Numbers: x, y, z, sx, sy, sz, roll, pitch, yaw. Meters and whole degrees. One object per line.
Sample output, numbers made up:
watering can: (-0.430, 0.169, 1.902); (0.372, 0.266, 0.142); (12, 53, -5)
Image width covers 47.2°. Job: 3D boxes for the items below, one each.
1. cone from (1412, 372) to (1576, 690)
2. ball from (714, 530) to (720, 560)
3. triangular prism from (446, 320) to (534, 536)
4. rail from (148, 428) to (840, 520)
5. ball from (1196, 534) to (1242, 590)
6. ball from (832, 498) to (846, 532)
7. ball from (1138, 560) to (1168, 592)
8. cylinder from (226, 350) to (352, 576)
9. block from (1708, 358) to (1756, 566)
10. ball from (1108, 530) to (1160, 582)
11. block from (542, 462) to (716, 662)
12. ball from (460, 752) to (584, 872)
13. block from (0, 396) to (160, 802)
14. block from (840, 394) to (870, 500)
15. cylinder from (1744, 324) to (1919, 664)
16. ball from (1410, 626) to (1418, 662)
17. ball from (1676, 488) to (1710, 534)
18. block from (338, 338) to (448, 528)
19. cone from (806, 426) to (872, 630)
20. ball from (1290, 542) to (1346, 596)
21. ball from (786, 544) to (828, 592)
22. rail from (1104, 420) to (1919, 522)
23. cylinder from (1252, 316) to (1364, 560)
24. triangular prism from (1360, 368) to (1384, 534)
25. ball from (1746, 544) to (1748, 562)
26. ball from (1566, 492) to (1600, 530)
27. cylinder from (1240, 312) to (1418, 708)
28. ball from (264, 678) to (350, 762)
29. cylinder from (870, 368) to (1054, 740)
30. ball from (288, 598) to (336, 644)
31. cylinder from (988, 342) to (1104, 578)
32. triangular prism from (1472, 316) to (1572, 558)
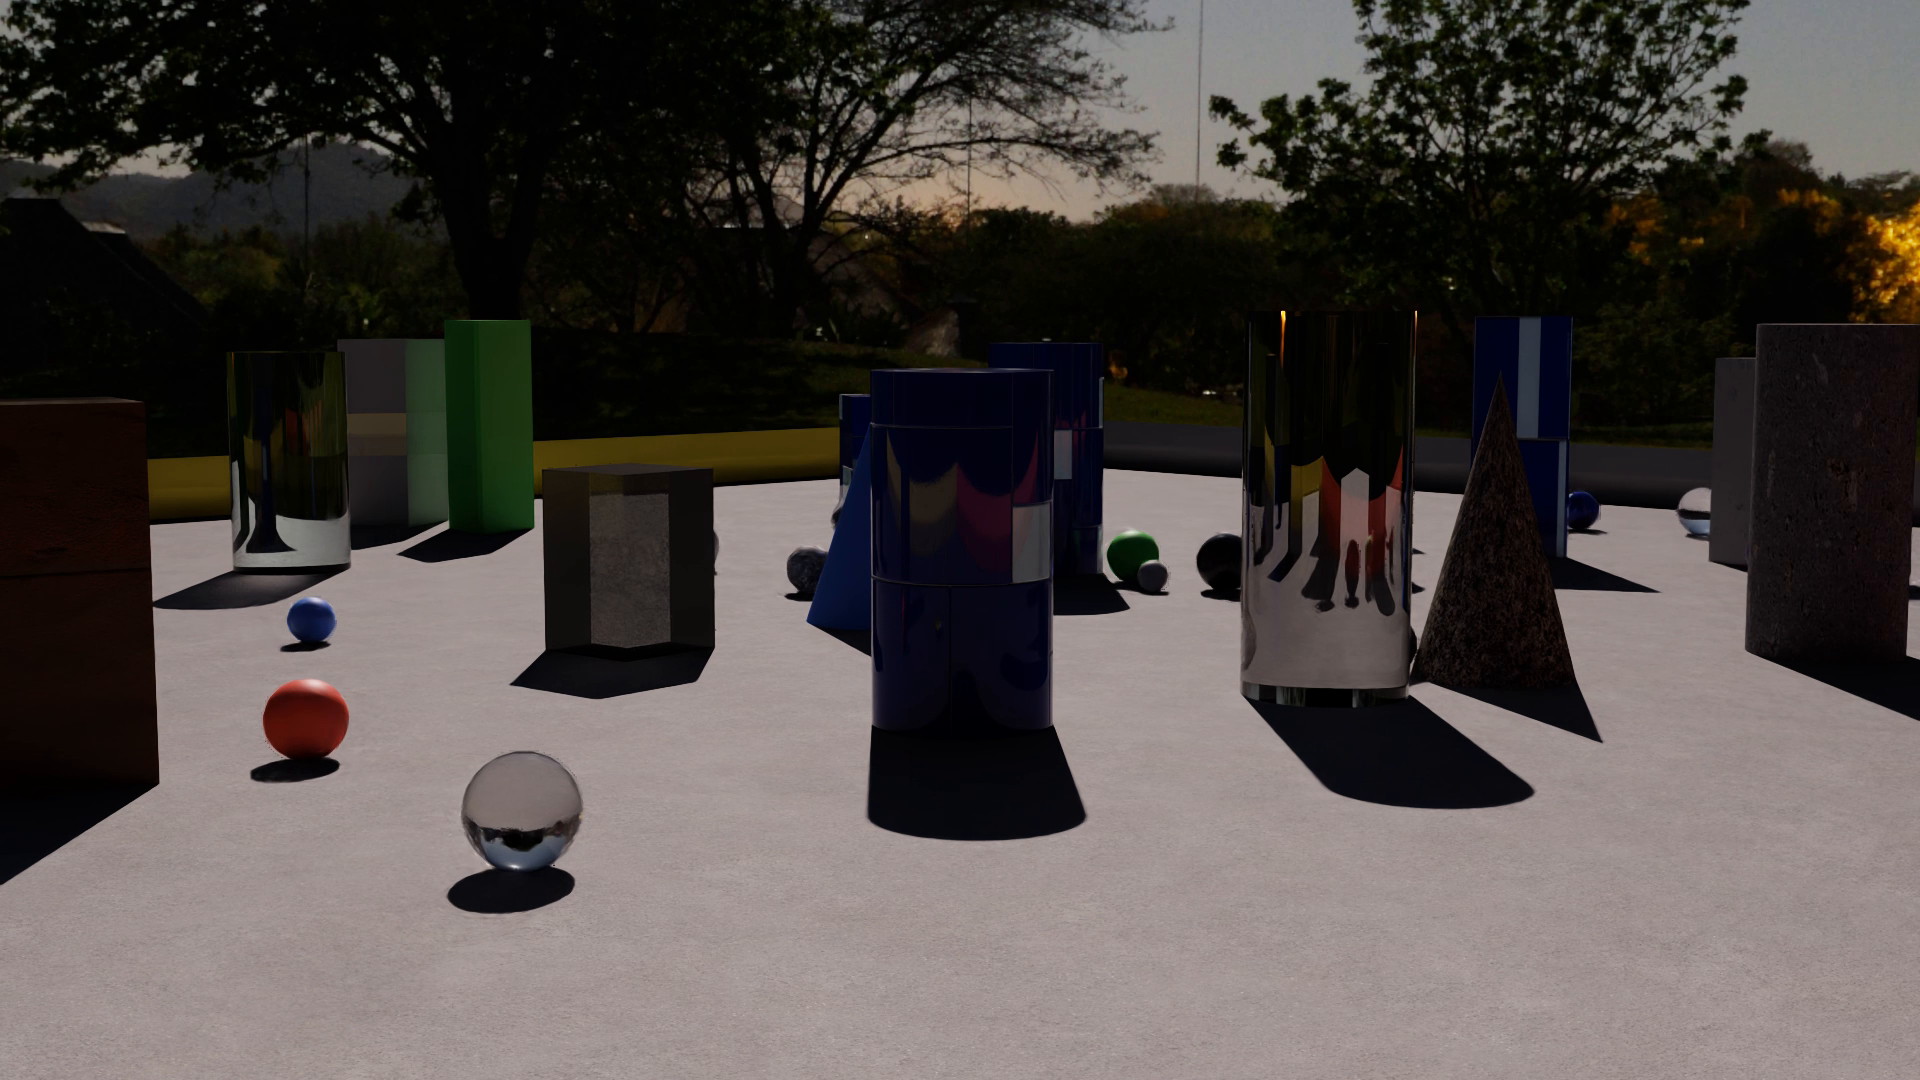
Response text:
cone: (0.651, -0.019, 2.665); (0.196, 0.373, 0.196); (0, 6, 0)
ball: (-0.455, 0.009, 3.765); (0.087, 0.087, 0.087); (0, 6, 0)
triangular prism: (-0.935, -0.232, 4.451); (0.147, 0.424, 0.170); (-4, 7, -33)
rail: (-1.448, -0.130, 4.892); (4.684, 0.127, 0.045); (-5, 8, -42)
ball: (0.421, 0.035, 3.494); (0.092, 0.092, 0.092); (0, 6, 0)
ball: (-0.195, -0.038, 4.160); (0.098, 0.098, 0.098); (0, 6, 0)
ball: (0.306, 0.056, 3.494); (0.049, 0.049, 0.049); (0, 6, 0)
cylinder: (-1.152, -0.136, 3.776); (0.196, 0.373, 0.196); (0, 6, 0)
block: (1.435, -0.138, 3.854); (0.157, 0.360, 0.157); (-3, 6, -23)
ball: (0.284, 0.027, 3.601); (0.086, 0.086, 0.086); (0, 6, 0)
block: (-0.434, 0.025, 2.886); (0.157, 0.238, 0.157); (5, 8, 39)
ball: (-0.347, 0.216, 1.747); (0.096, 0.096, 0.096); (0, 6, 0)
block: (-0.863, 0.049, 2.078); (0.157, 0.359, 0.157); (-4, 7, -32)
block: (-0.164, -0.173, 4.647); (0.157, 0.265, 0.157); (-1, 6, -13)
cylinder: (1.126, -0.065, 2.843); (0.196, 0.426, 0.196); (0, 6, 0)
ball: (0.527, 0.128, 2.706); (0.071, 0.071, 0.071); (0, 6, 0)
ball: (1.472, -0.057, 4.364); (0.093, 0.093, 0.093); (0, 6, 0)
block: (-1.185, -0.228, 4.603); (0.157, 0.384, 0.157); (2, 6, 18)
cone: (-0.123, -0.034, 3.151); (0.196, 0.300, 0.196); (0, 6, 0)
ball: (0.558, 0.045, 3.428); (0.085, 0.085, 0.085); (0, 6, 0)
ball: (-0.236, 0.045, 3.469); (0.077, 0.077, 0.077); (0, 6, 0)
rail: (1.704, -0.130, 4.895); (0.045, 0.127, 4.317); (-5, 8, -42)
cylinder: (0.632, -0.190, 4.000); (0.196, 0.434, 0.196); (0, 6, 0)
triangular prism: (0.756, -0.185, 4.452); (0.170, 0.330, 0.147); (0, 6, 0)
ball: (1.344, 0.023, 3.634); (0.088, 0.088, 0.088); (0, 6, 0)
ball: (1.259, -0.060, 4.470); (0.078, 0.078, 0.078); (0, 6, 0)
cylinder: (0.425, -0.042, 2.544); (0.196, 0.443, 0.196); (0, 6, 0)
ball: (-0.647, 0.178, 2.178); (0.082, 0.082, 0.082); (0, 6, 0)
cylinder: (0.003, 0.009, 2.358); (0.196, 0.381, 0.196); (0, 6, 0)
ball: (-0.870, 0.107, 2.948); (0.062, 0.062, 0.062); (0, 6, 0)
cylinder: (0.145, -0.139, 3.731); (0.196, 0.389, 0.196); (0, 6, 0)
triangular prism: (1.032, -0.194, 4.040); (0.170, 0.434, 0.147); (2, 6, 16)
